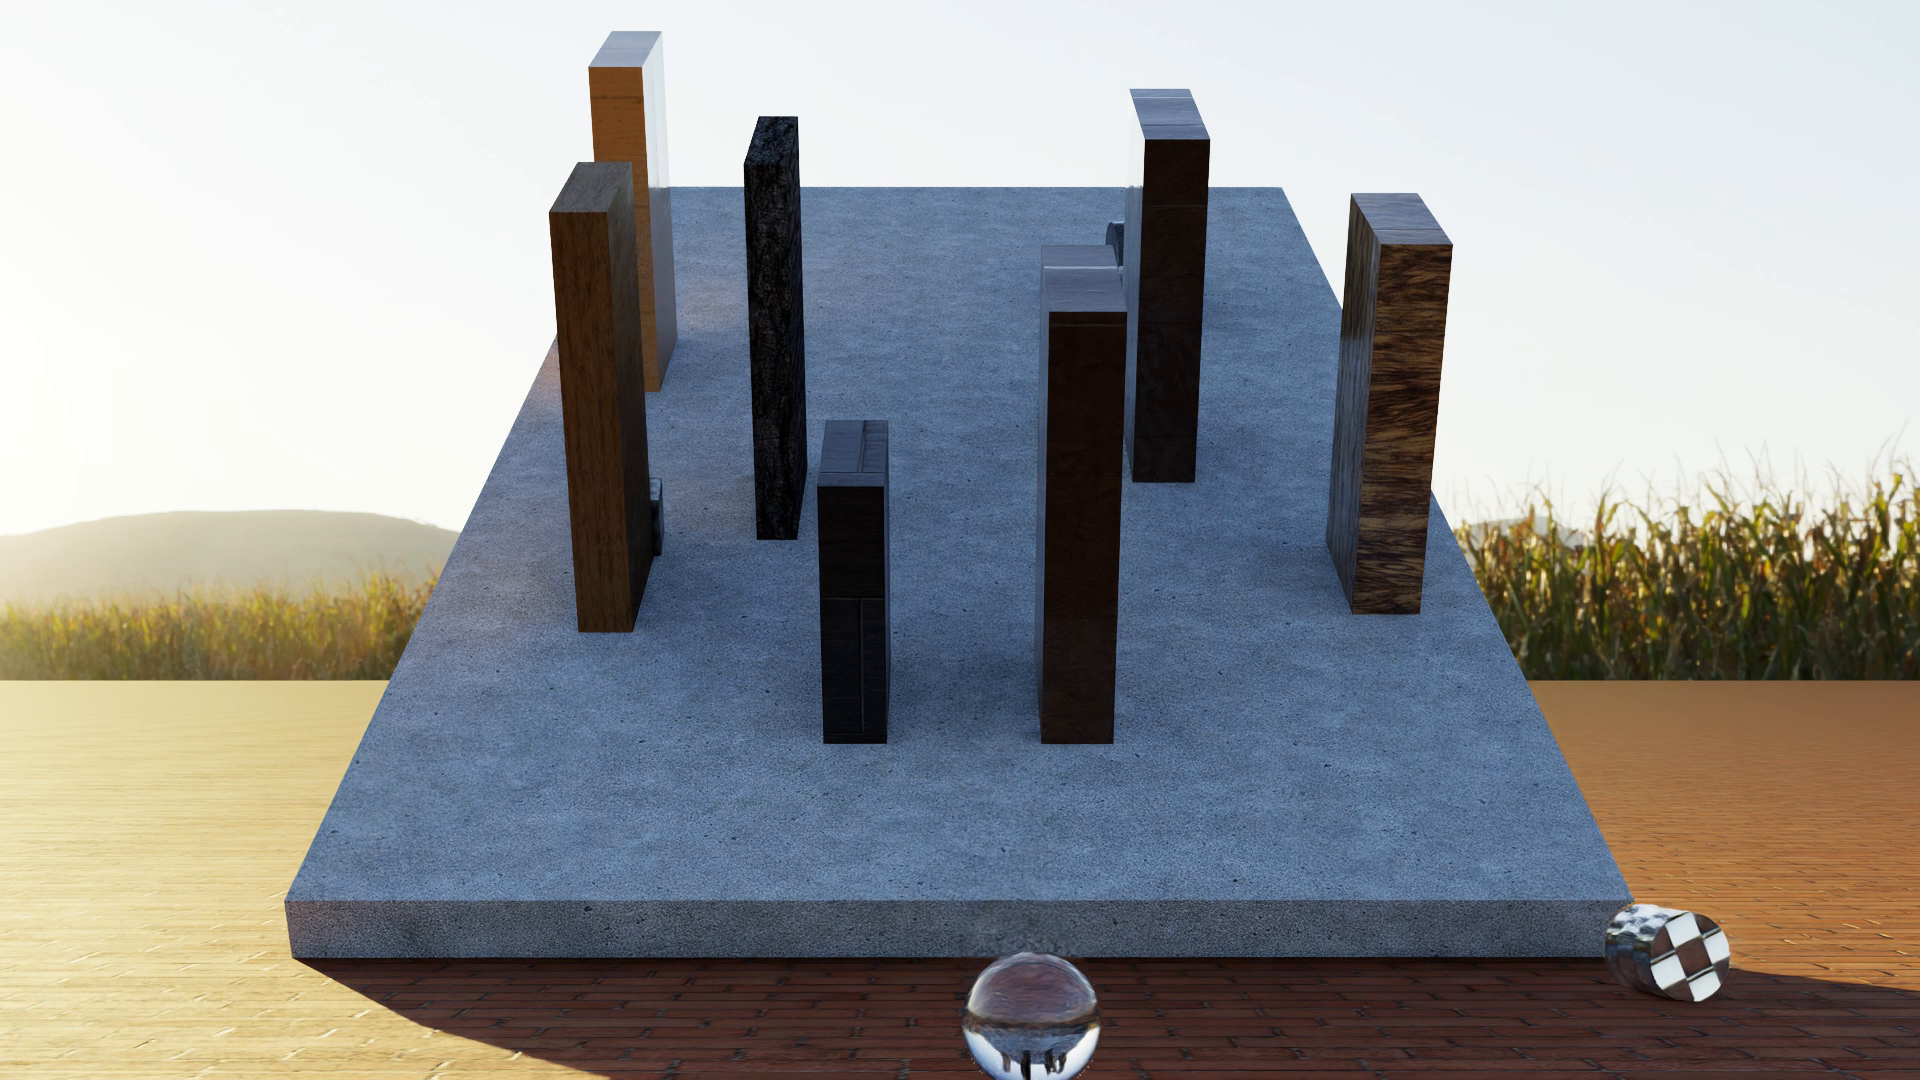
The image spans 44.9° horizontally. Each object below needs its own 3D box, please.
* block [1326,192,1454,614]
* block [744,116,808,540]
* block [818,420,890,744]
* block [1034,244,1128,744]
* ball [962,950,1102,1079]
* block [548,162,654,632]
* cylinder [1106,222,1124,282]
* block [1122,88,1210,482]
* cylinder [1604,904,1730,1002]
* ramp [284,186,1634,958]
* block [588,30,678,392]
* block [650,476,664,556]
[{"bbox_3d":[0.796,-0.256,4.348,0.126,0.715,0.337,0,24,0],"label":"block"},{"bbox_3d":[-0.367,-0.428,4.670,0.080,0.766,0.384,0,24,0],"label":"block"},{"bbox_3d":[-0.175,0.068,3.919,0.106,0.465,0.295,0,24,0],"label":"block"},{"bbox_3d":[0.196,-0.077,3.889,0.120,0.756,0.357,0,24,0],"label":"block"},{"bbox_3d":[0.073,0.490,2.370,0.142,0.142,0.142,0,-3,0],"label":"ball"},{"bbox_3d":[-0.650,-0.261,4.255,0.099,0.793,0.337,0,24,0],"label":"block"},{"bbox_3d":[0.487,-0.759,6.161,0.172,0.172,0.172,-3,-3,-8],"label":"cylinder"},{"bbox_3d":[0.432,-0.551,4.984,0.132,0.740,0.449,0,24,0],"label":"block"},{"bbox_3d":[0.931,0.543,3.063,0.115,0.115,0.115,1,-3,-14],"label":"cylinder"},{"bbox_3d":[-0.008,-0.228,5.290,2.000,0.100,4.000,0,24,0],"label":"ramp"},{"bbox_3d":[-0.762,-0.774,5.456,0.120,0.762,0.391,0,24,0],"label":"block"},{"bbox_3d":[-0.651,-0.046,4.603,0.119,0.119,0.119,-1,24,-3],"label":"block"}]
